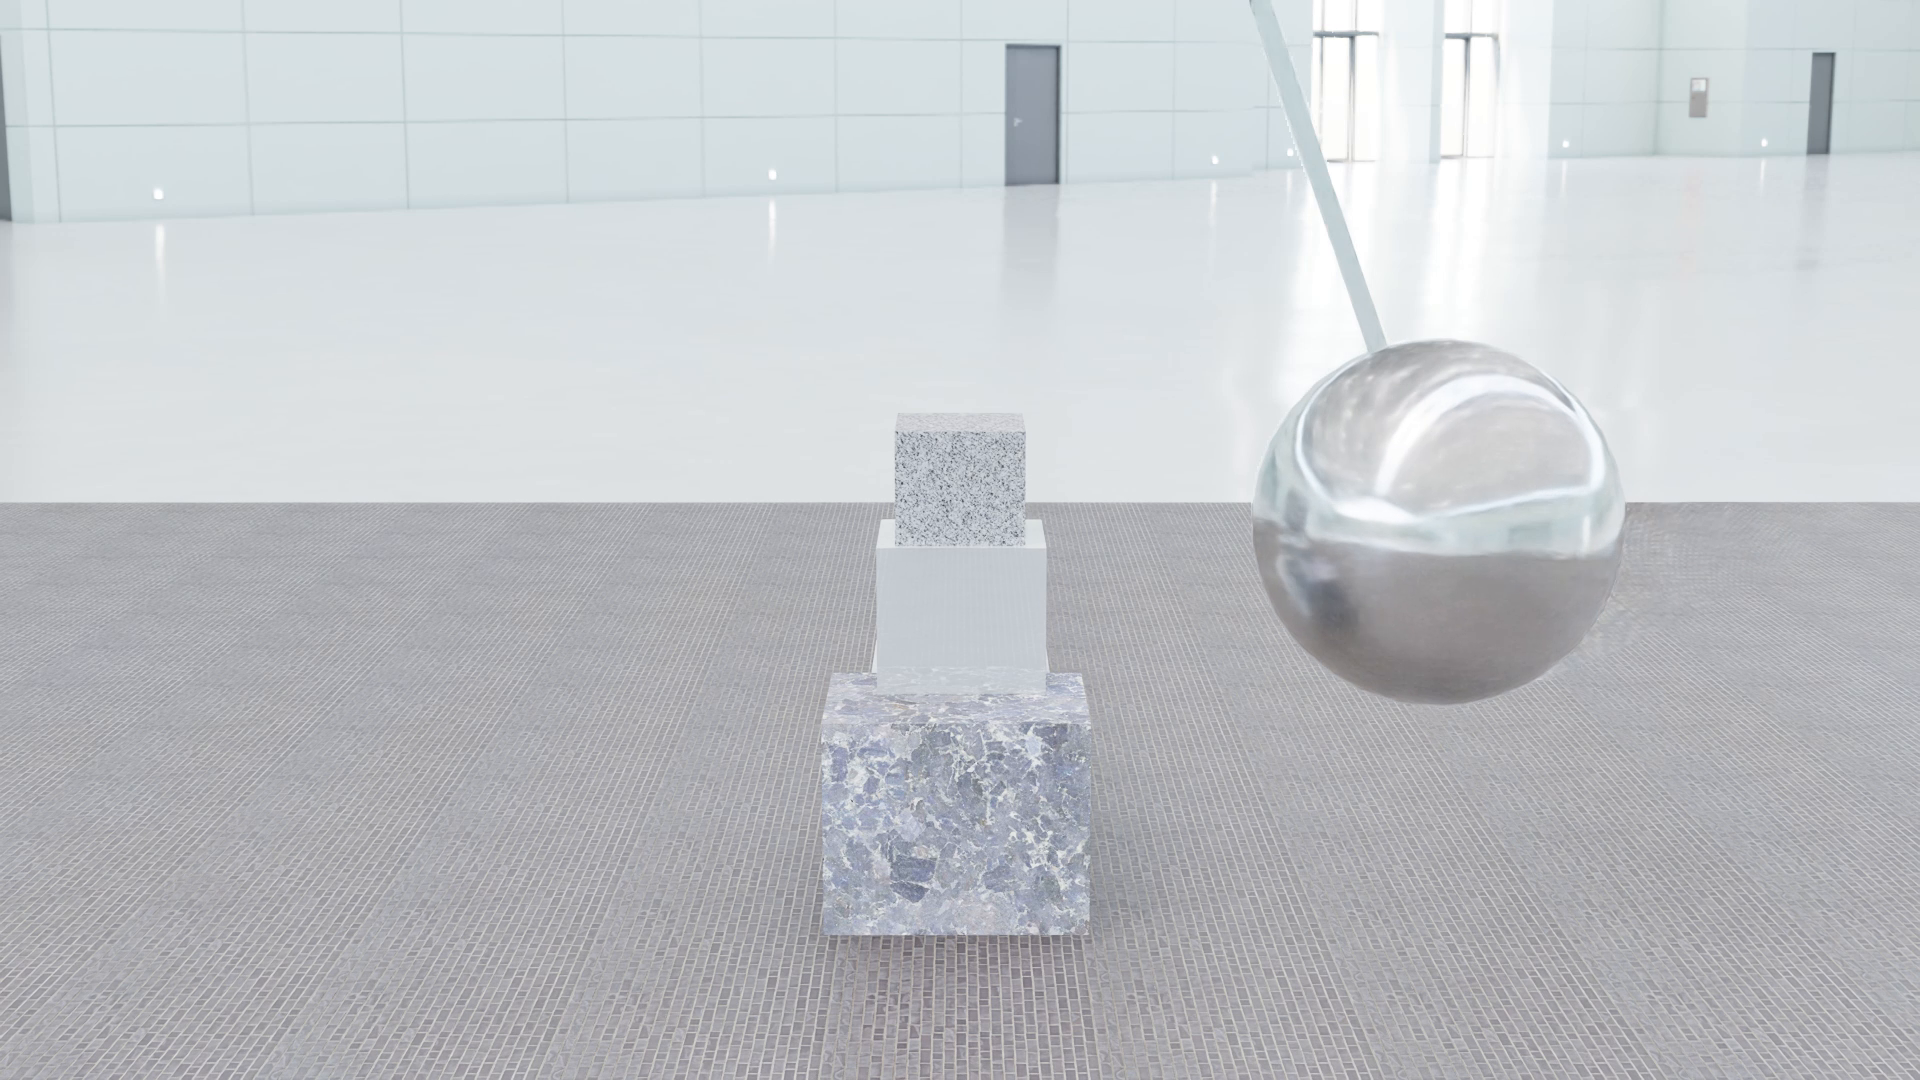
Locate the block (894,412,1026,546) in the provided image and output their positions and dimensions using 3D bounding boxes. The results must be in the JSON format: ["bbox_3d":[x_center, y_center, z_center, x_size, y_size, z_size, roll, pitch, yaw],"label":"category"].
[{"bbox_3d":[0.001,-0.269,11.131,0.553,0.490,0.605,0,10,0],"label":"block"}]

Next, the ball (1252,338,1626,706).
[{"bbox_3d":[2.074,-0.080,11.166,1.600,1.600,1.600,0,10,0],"label":"ball"}]

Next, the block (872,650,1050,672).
[{"bbox_3d":[0.003,0.971,11.823,0.799,0.860,0.820,0,10,0],"label":"block"}]

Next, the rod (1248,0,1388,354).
[{"bbox_3d":[0.899,-3.219,10.595,0.080,5.200,0.080,-20,10,4],"label":"rod"}]

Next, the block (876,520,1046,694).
[{"bbox_3d":[0.006,0.282,11.232,0.719,0.632,0.707,0,10,0],"label":"block"}]

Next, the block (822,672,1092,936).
[{"bbox_3d":[-0.015,1.109,10.960,1.098,0.897,0.907,0,10,0],"label":"block"}]
